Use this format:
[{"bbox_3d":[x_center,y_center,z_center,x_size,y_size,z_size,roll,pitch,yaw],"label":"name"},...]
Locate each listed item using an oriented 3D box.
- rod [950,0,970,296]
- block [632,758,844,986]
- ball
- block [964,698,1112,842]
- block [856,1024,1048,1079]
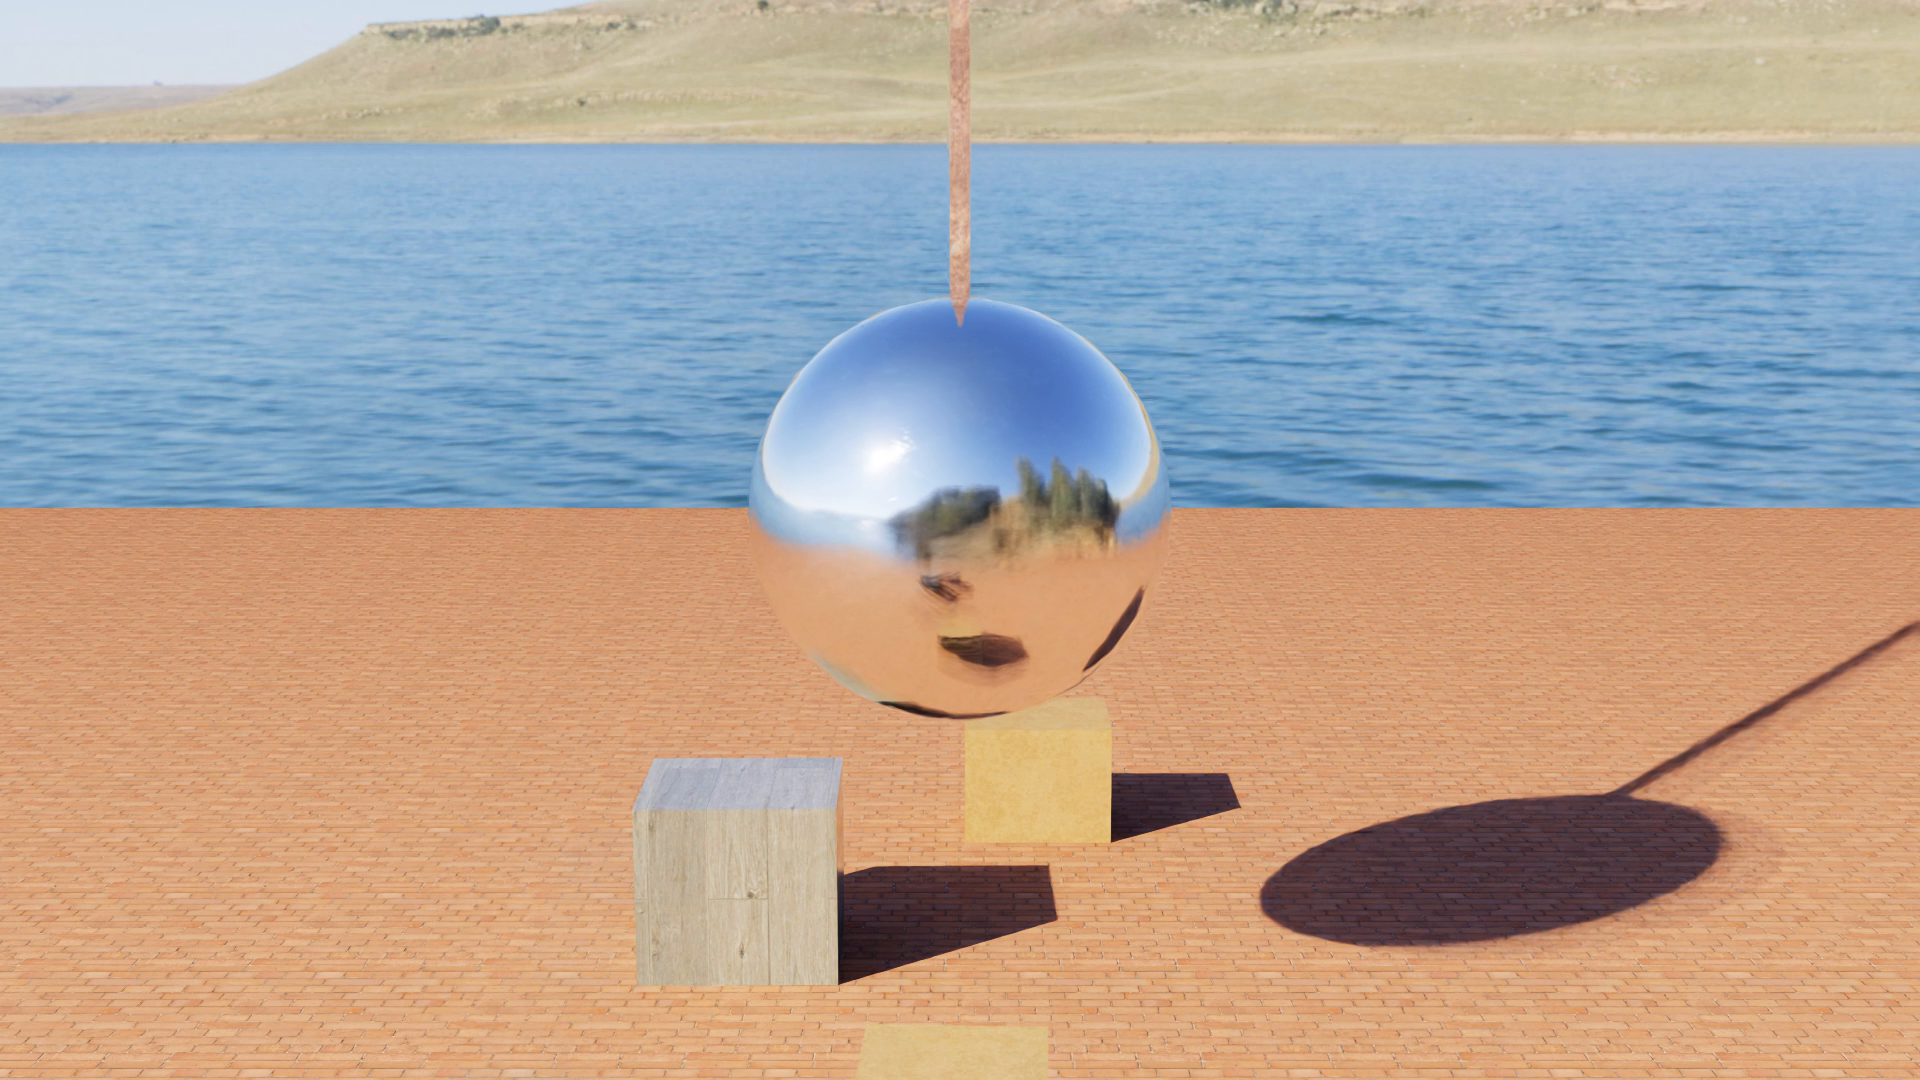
[{"bbox_3d":[0.000,-3.361,9.339,0.080,5.200,0.080,0,-17,0],"label":"rod"},{"bbox_3d":[-0.942,1.427,9.565,0.845,0.770,0.775,0,10,-1],"label":"block"},{"bbox_3d":[0.000,-0.117,8.320,1.600,1.600,1.600,0,10,0],"label":"ball"},{"bbox_3d":[0.395,1.185,11.399,0.738,0.590,0.645,0,10,0],"label":"block"},{"bbox_3d":[-0.022,1.964,7.006,0.600,0.629,0.611,0,10,2],"label":"block"}]
